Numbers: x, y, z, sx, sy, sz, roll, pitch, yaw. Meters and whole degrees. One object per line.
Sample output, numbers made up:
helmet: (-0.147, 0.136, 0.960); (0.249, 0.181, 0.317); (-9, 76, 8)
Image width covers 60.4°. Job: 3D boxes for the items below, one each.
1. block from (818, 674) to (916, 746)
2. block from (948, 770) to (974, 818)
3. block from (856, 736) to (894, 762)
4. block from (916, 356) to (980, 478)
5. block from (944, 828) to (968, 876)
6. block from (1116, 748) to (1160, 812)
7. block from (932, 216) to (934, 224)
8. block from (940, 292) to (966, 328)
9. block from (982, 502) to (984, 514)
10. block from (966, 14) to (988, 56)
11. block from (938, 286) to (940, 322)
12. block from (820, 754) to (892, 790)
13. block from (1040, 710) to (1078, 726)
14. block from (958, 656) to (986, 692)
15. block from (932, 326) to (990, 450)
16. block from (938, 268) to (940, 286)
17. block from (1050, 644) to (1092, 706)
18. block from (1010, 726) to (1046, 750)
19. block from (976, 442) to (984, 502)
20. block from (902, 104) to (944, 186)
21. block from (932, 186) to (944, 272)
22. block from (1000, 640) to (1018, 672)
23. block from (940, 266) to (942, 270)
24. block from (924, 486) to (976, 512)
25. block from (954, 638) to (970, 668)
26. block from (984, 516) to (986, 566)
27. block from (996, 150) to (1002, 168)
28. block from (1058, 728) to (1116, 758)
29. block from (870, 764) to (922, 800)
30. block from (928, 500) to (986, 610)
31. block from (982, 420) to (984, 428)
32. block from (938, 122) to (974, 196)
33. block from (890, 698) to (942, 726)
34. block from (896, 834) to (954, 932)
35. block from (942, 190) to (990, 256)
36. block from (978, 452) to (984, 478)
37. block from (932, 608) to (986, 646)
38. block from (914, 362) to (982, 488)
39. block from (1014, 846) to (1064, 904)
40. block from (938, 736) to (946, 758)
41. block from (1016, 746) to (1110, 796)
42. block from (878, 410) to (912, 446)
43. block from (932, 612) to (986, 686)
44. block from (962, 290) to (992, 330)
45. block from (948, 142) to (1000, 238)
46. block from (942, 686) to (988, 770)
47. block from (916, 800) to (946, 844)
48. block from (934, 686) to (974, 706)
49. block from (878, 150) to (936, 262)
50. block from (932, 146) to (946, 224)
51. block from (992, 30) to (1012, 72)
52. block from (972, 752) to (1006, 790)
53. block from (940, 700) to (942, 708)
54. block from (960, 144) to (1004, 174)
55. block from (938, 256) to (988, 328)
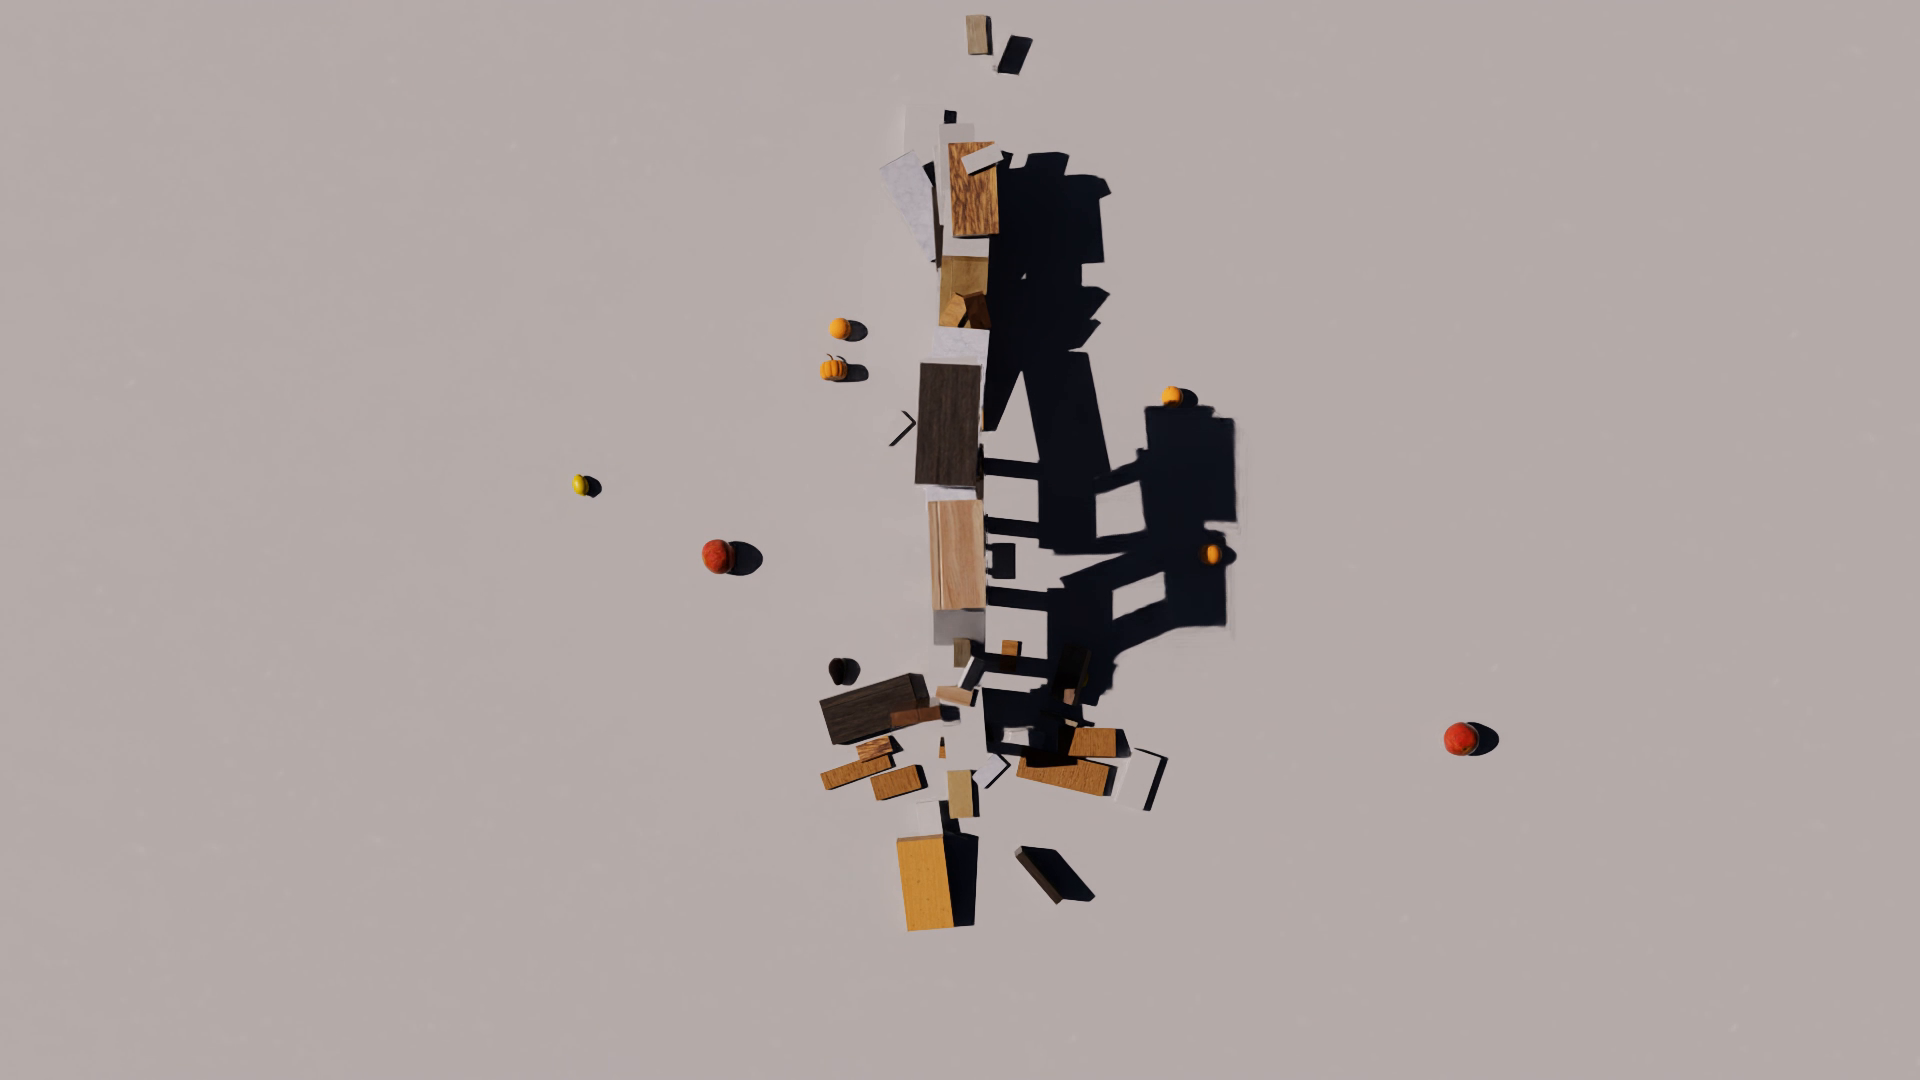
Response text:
block: (-0.297, 0.561, 5.478); (0.308, 0.044, 0.154); (-17, 90, 0)
block: (0.001, 0.845, 5.489); (0.078, 0.022, 0.156); (-3, 90, -1)
block: (-0.284, 0.695, 5.483); (0.113, 0.016, 0.056); (-20, 69, 0)
block: (-0.035, -0.357, 4.814); (0.175, 0.050, 0.350); (-1, 87, 1)
block: (-0.065, 1.068, 5.485); (0.103, 0.029, 0.206); (25, 90, 0)
block: (0.592, 0.797, 5.487); (0.094, 0.027, 0.188); (19, 90, 0)
block: (-0.015, -0.990, 5.431); (0.135, 0.038, 0.270); (-6, 108, -3)
block: (-0.016, -0.722, 5.213); (0.056, 0.016, 0.112); (24, 118, -14)
block: (-0.002, -0.053, 5.012); (0.150, 0.301, 0.043); (-1, 74, 1)
block: (0.055, -1.682, 5.491); (0.064, 0.018, 0.129); (-4, 90, 0)
block: (0.003, -0.686, 5.409); (0.147, 0.042, 0.293); (-2, 119, 0)
block: (-0.347, 0.767, 5.492); (0.232, 0.016, 0.056); (-20, 90, 0)
block: (0.326, 0.592, 5.472); (0.126, 0.056, 0.016); (17, 90, 0)
block: (0.035, 0.414, 5.097); (0.051, 0.015, 0.103); (25, 90, -40)
block: (-0.012, -0.465, 5.180); (0.175, 0.050, 0.412); (5, 76, 1)
block: (0.000, -0.761, 5.415); (0.135, 0.038, 0.270); (-2, 121, 0)
block: (0.368, 0.445, 5.460); (0.094, 0.027, 0.188); (17, 90, 40)
block: (0.225, 0.658, 5.492); (0.113, 0.016, 0.056); (14, 90, 0)
block: (0.000, -0.156, 5.185); (0.147, 0.042, 0.294); (-1, 90, 0)
block: (-0.123, -1.308, 5.482); (0.131, 0.037, 0.261); (3, 90, 0)
block: (-0.017, -1.018, 5.382); (0.135, 0.038, 0.270); (-4, 108, -4)
block: (0.163, 0.386, 5.493); (0.051, 0.015, 0.103); (5, 90, 0)
block: (0.007, -0.730, 5.317); (0.147, 0.042, 0.293); (1, 105, -1)
block: (-0.033, -0.236, 4.853); (0.150, 0.043, 0.301); (-3, 87, 1)
block: (0.007, 0.349, 5.083); (0.051, 0.015, 0.103); (0, 125, 0)
block: (-0.002, 0.025, 4.990); (0.157, 0.315, 0.045); (0, 61, 0)
block: (0.039, -1.186, 5.482); (0.131, 0.037, 0.261); (16, 90, 0)
block: (0.421, 0.672, 5.472); (0.188, 0.027, 0.094); (2, 70, 0)
block: (-0.214, 0.807, 5.489); (0.156, 0.022, 0.078); (-16, 90, 0)
block: (-0.008, 0.042, 4.803); (0.158, 0.045, 0.315); (-2, 91, 0)
block: (0.002, -0.512, 5.431); (0.147, 0.042, 0.293); (-1, 109, -1)
block: (-0.009, -1.213, 5.256); (0.112, 0.032, 0.223); (-3, 105, -4)
block: (-0.138, 0.551, 5.302); (0.154, 0.308, 0.044); (-9, 90, 0)
block: (-0.113, 1.131, 5.444); (0.154, 0.044, 0.308); (-6, 98, 5)
block: (0.020, -0.959, 5.241); (0.146, 0.041, 0.293); (3, 88, -2)
block: (-0.019, -0.265, 5.022); (0.150, 0.301, 0.043); (-15, 62, 0)
block: (-0.002, 0.222, 4.974); (0.157, 0.315, 0.045); (0, 58, 0)
block: (-0.034, -0.331, 4.763); (0.175, 0.050, 0.350); (3, 87, 1)
block: (0.259, 1.107, 5.448); (0.029, 0.103, 0.206); (-41, 90, 0)
block: (-0.001, 0.679, 5.370); (0.130, 0.260, 0.037); (4, 90, 0)
block: (0.341, 0.768, 5.485); (0.292, 0.029, 0.103); (13, 90, 0)
block: (-0.218, -0.372, 5.492); (0.112, 0.016, 0.056); (-44, 90, 0)
block: (-0.005, 0.285, 5.142); (0.167, 0.047, 0.334); (0, 90, 0)
block: (0.055, -0.720, 5.199); (0.064, 0.018, 0.129); (-14, 130, 3)
block: (0.042, -1.105, 5.205); (0.146, 0.041, 0.292); (-3, 88, -2)
block: (0.013, 0.589, 5.221); (0.130, 0.037, 0.260); (-5, 90, 0)
block: (-0.098, 0.945, 5.463); (0.078, 0.022, 0.156); (-8, 86, 5)
block: (-0.018, 0.484, 5.195); (0.113, 0.016, 0.056); (15, 90, 0)
block: (-0.128, -1.098, 5.427); (0.131, 0.037, 0.340); (-29, 108, 4)
block: (-0.021, -1.146, 5.305); (0.112, 0.032, 0.250); (-6, 105, -3)
block: (0.140, -1.622, 5.468); (0.018, 0.064, 0.129); (22, 90, 0)
block: (0.096, 0.769, 5.492); (0.056, 0.016, 0.113); (45, 90, 0)
block: (0.002, 0.511, 5.370); (0.130, 0.260, 0.037); (-2, 90, 0)
block: (0.070, -1.197, 5.180); (0.122, 0.016, 0.056); (-24, 89, -3)
block: (0.009, -0.755, 5.227); (0.146, 0.041, 0.292); (2, 121, -1)
